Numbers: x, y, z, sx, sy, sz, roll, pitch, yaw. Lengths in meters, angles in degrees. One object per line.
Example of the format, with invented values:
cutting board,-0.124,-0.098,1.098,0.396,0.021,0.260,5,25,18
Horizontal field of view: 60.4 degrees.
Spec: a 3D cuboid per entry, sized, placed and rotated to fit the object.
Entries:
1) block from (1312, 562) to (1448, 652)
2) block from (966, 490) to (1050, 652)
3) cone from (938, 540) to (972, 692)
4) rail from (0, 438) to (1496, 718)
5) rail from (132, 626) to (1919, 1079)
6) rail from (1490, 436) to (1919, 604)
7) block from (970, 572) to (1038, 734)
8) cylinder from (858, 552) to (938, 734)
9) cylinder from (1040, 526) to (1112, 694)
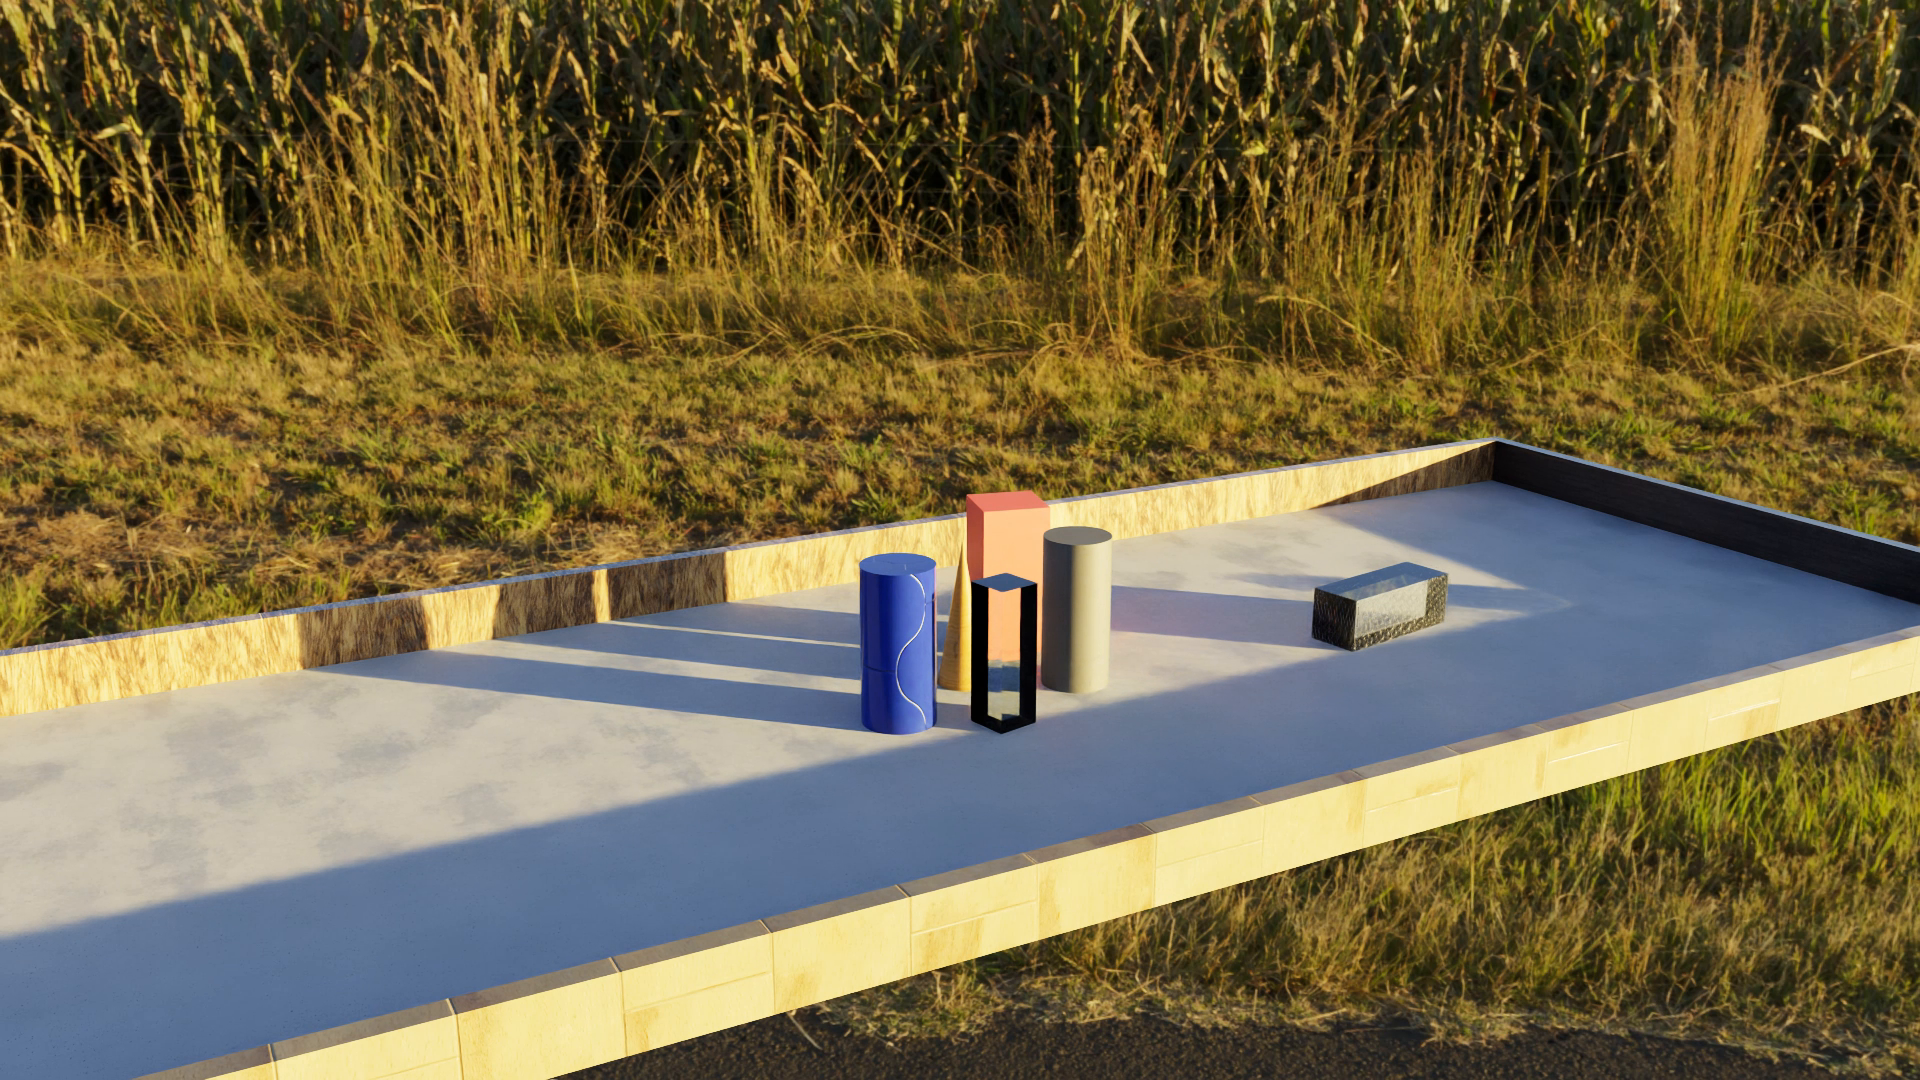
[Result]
block,1.147,0.178,4.497,0.389,0.142,0.142,-12,20,-36
block,0.125,0.087,4.364,0.178,0.393,0.178,-4,17,-14
cone,0.007,0.176,4.088,0.127,0.376,0.127,0,16,0
rail,-3.305,0.497,3.399,12.000,0.150,0.050,-9,18,-27
rail,-2.336,1.006,1.665,12.000,0.150,0.050,-9,18,-27
rail,2.466,-0.048,5.253,0.050,0.150,2.100,-9,18,-27
block,0.102,0.263,3.848,0.109,0.345,0.109,-13,21,-38
cylinder,-0.144,0.241,3.850,0.179,0.387,0.179,0,16,0
cylinder,0.288,0.171,4.096,0.170,0.381,0.170,0,16,0
